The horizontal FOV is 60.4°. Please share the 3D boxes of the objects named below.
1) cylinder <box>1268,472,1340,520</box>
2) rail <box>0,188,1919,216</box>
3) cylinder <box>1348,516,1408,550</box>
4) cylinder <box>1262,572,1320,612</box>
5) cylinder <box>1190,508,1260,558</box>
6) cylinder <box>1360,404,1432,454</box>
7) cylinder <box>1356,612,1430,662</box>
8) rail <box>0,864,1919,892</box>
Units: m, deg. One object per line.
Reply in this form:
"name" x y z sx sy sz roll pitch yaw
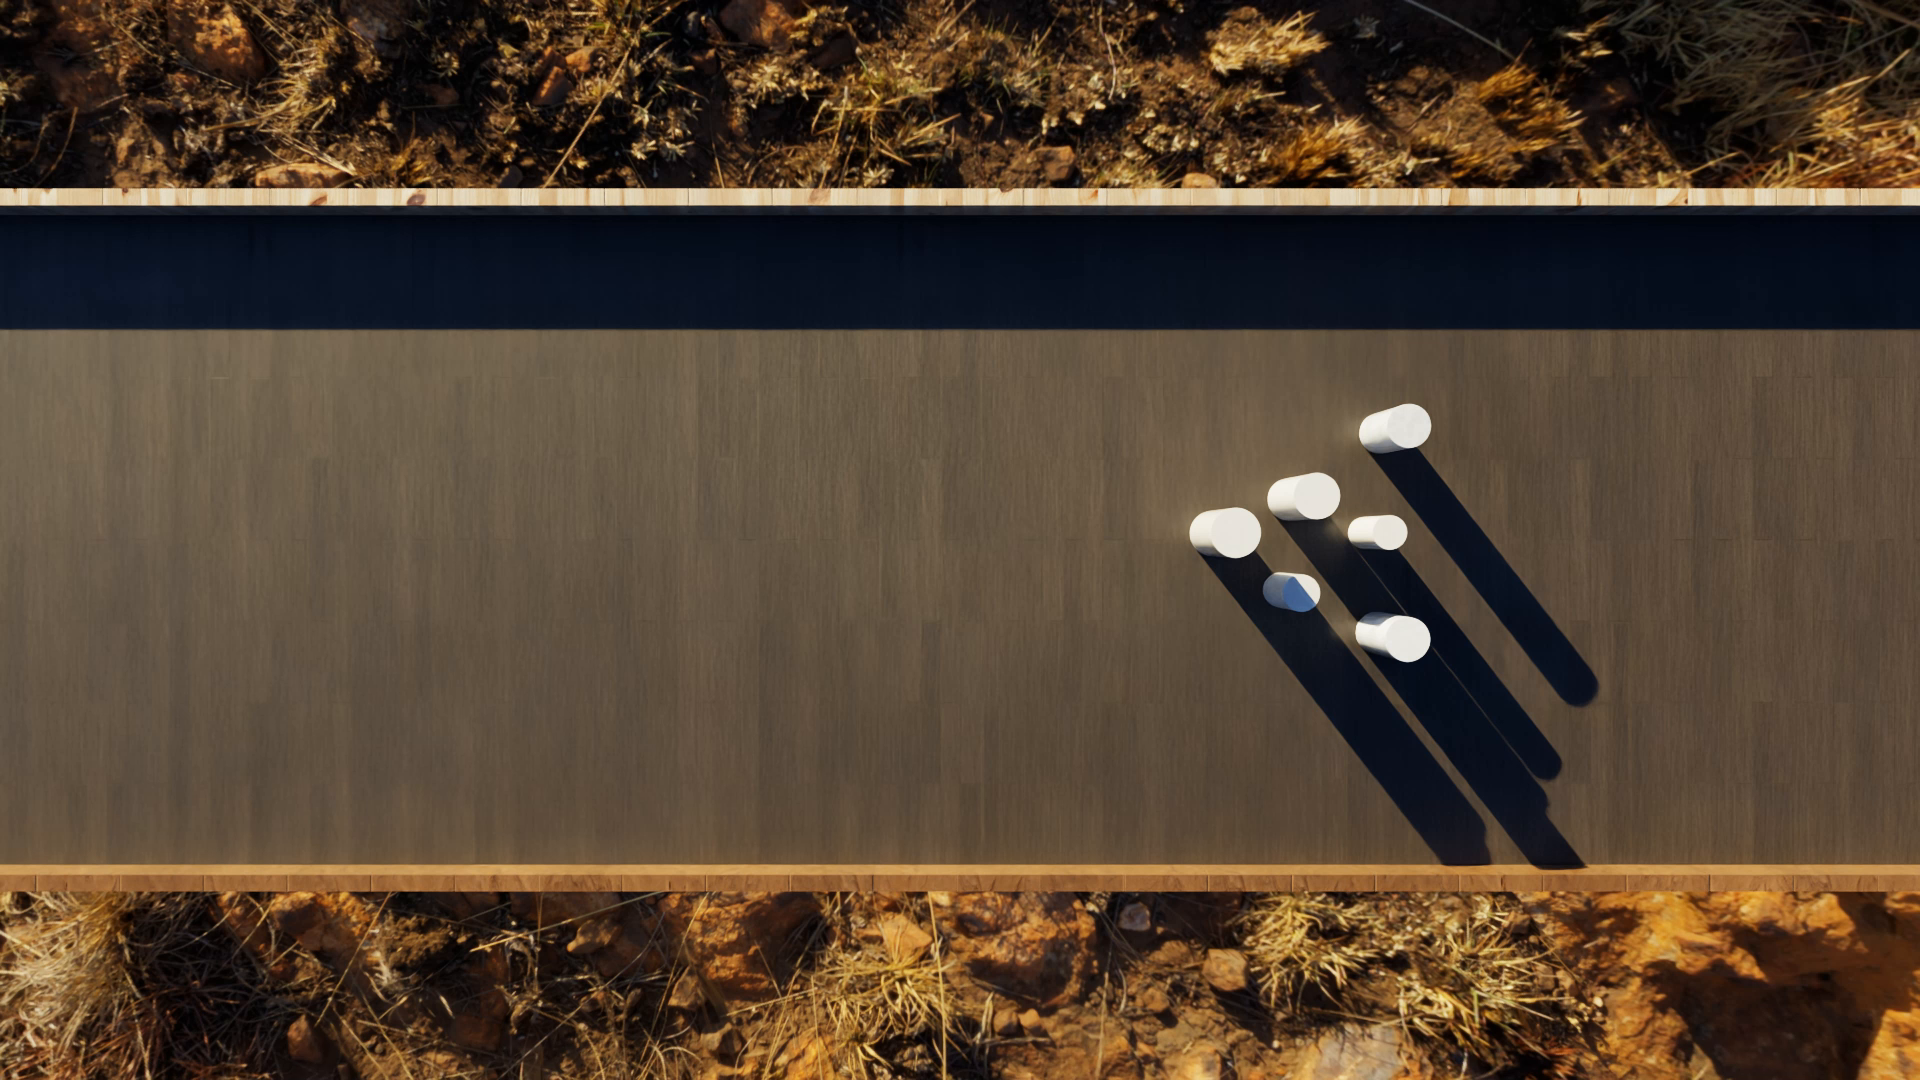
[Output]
"cylinder" 1.013 -0.125 4.878 0.133 0.397 0.133 0 90 0
"rail" -2.247 -1.025 5.002 12.000 0.150 0.050 0 90 0
"cylinder" 1.245 -0.022 4.925 0.100 0.302 0.100 0 90 0
"cylinder" 0.986 0.154 4.920 0.109 0.314 0.109 0 90 0
"cylinder" 0.778 -0.020 4.864 0.143 0.425 0.143 0 90 0
"cylinder" 1.293 -0.328 4.912 0.128 0.330 0.128 0 90 0
"cylinder" 1.282 0.285 4.899 0.130 0.354 0.130 0 90 0
"rail" -2.247 1.025 5.001 12.000 0.150 0.050 0 90 0
